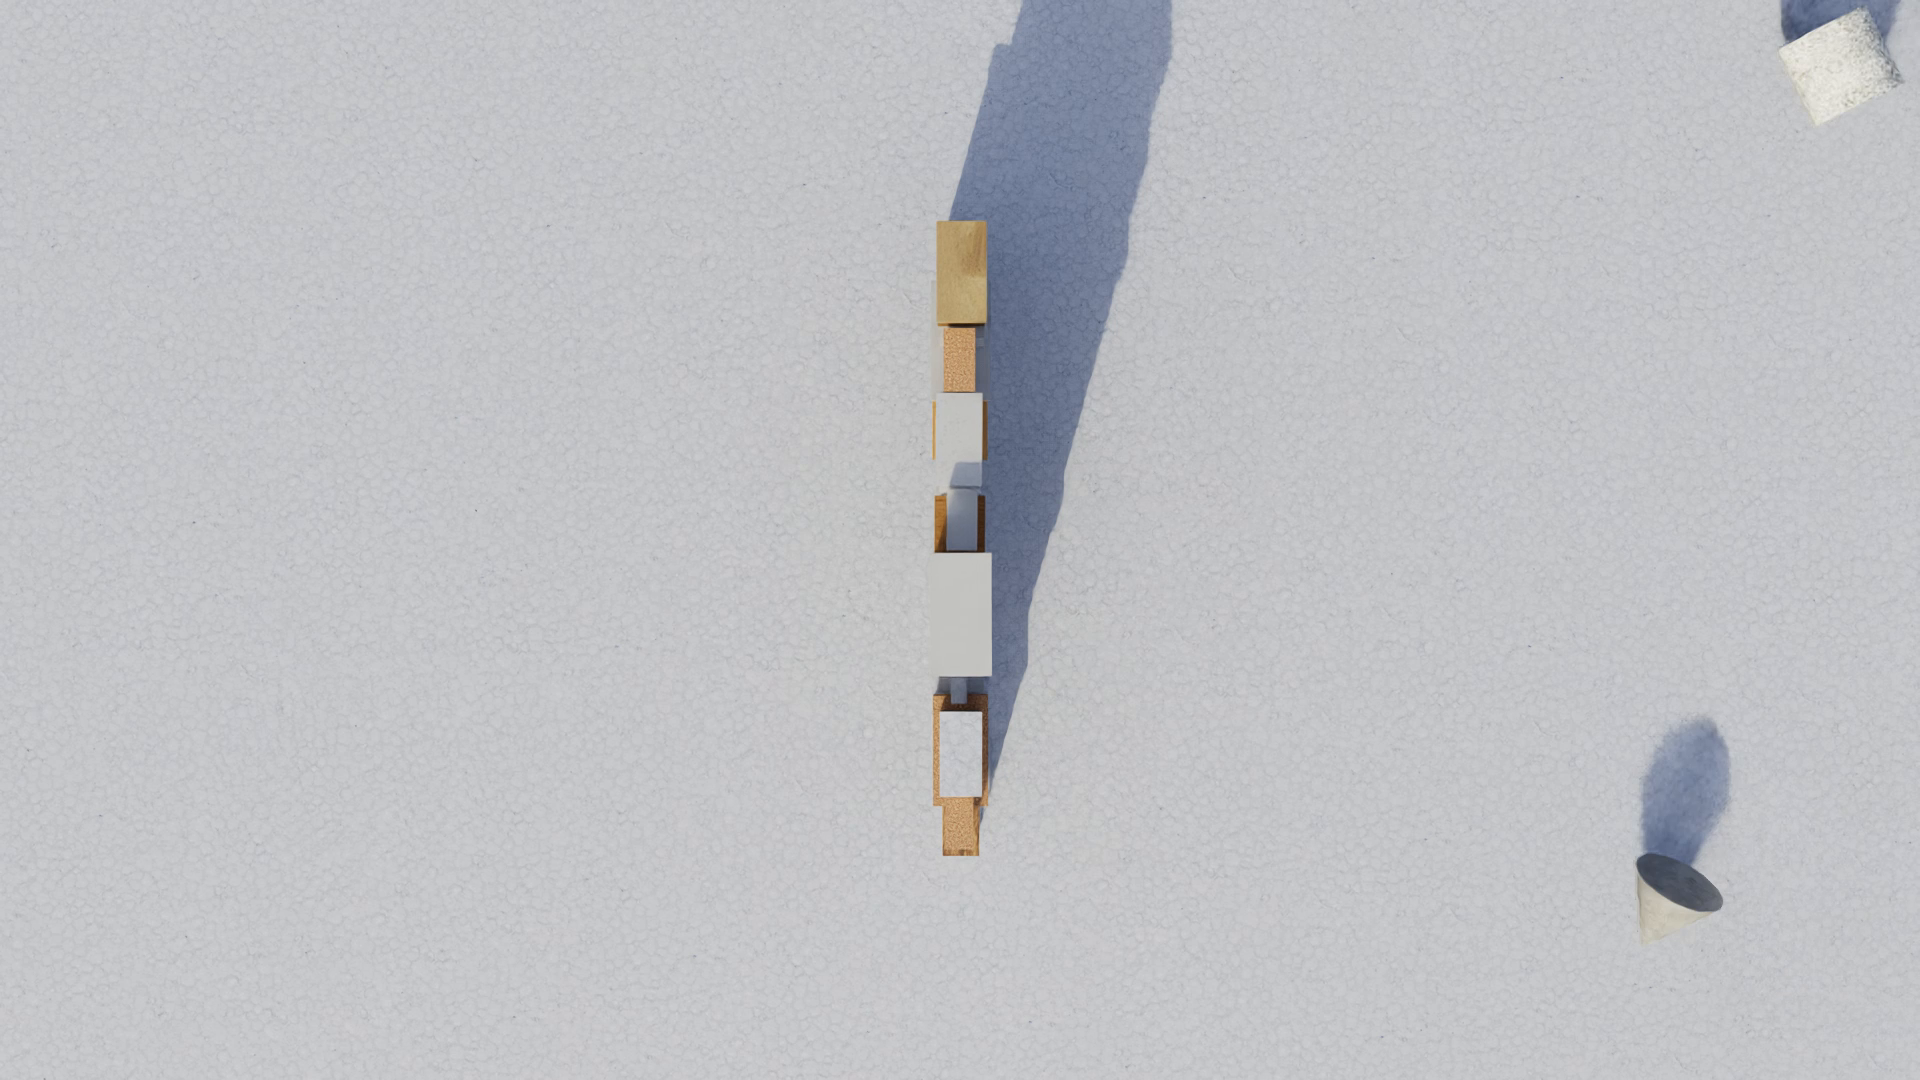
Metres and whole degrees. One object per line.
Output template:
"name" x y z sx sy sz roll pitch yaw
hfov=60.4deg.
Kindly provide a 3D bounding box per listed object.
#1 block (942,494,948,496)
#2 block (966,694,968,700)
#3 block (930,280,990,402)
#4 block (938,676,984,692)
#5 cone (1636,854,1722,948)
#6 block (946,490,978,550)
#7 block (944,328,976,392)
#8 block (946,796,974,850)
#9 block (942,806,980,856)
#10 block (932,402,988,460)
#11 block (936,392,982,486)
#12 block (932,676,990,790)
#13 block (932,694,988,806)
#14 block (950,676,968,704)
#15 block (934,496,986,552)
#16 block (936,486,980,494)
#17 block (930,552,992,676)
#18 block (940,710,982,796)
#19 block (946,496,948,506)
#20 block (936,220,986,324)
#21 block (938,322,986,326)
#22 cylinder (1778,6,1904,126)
"block" -0.003 -0.132 5.258 0.113 0.032 0.226 0 90 0
"block" -0.002 0.445 4.684 0.045 0.090 0.013 0 89 0
"block" 0.002 -0.572 4.746 0.171 0.048 0.342 0 90 0
"block" 0.004 0.307 4.807 0.133 0.038 0.266 0 90 0
"cone" 2.306 1.238 5.433 0.284 0.284 0.284 16 116 0
"block" 0.006 -0.057 4.712 0.087 0.025 0.174 1 90 0
"block" -0.002 -0.494 4.536 0.087 0.025 0.174 0 90 0
"block" -0.002 0.777 4.565 0.077 0.022 0.154 0 90 0
"block" 0.003 0.886 5.249 0.117 0.033 0.234 0 90 0
"block" 0.000 -0.419 5.137 0.170 0.048 0.339 0 90 0
"block" -0.003 -0.277 4.542 0.127 0.036 0.255 0 90 0
"block" 0.001 0.590 5.116 0.179 0.051 0.358 0 90 0
"block" 0.002 0.605 4.752 0.158 0.045 0.317 0 90 0
"block" -0.003 0.413 4.633 0.045 0.013 0.090 0 90 0
"block" -0.001 0.019 4.919 0.151 0.043 0.301 0 90 0
"block" -0.005 -0.266 4.833 0.131 0.037 0.261 0 90 0
"block" 0.003 0.199 4.435 0.165 0.047 0.329 0 90 0
"block" 0.002 0.580 4.484 0.115 0.033 0.230 0 90 0
"block" 0.003 -0.115 4.811 0.087 0.174 0.025 1 90 0
"block" 0.004 -0.720 4.435 0.134 0.038 0.268 0 90 0
"block" 0.004 -0.631 4.588 0.134 0.268 0.038 0 90 0
"cylinder" 2.862 -1.539 5.361 0.277 0.277 0.277 -26 90 0
